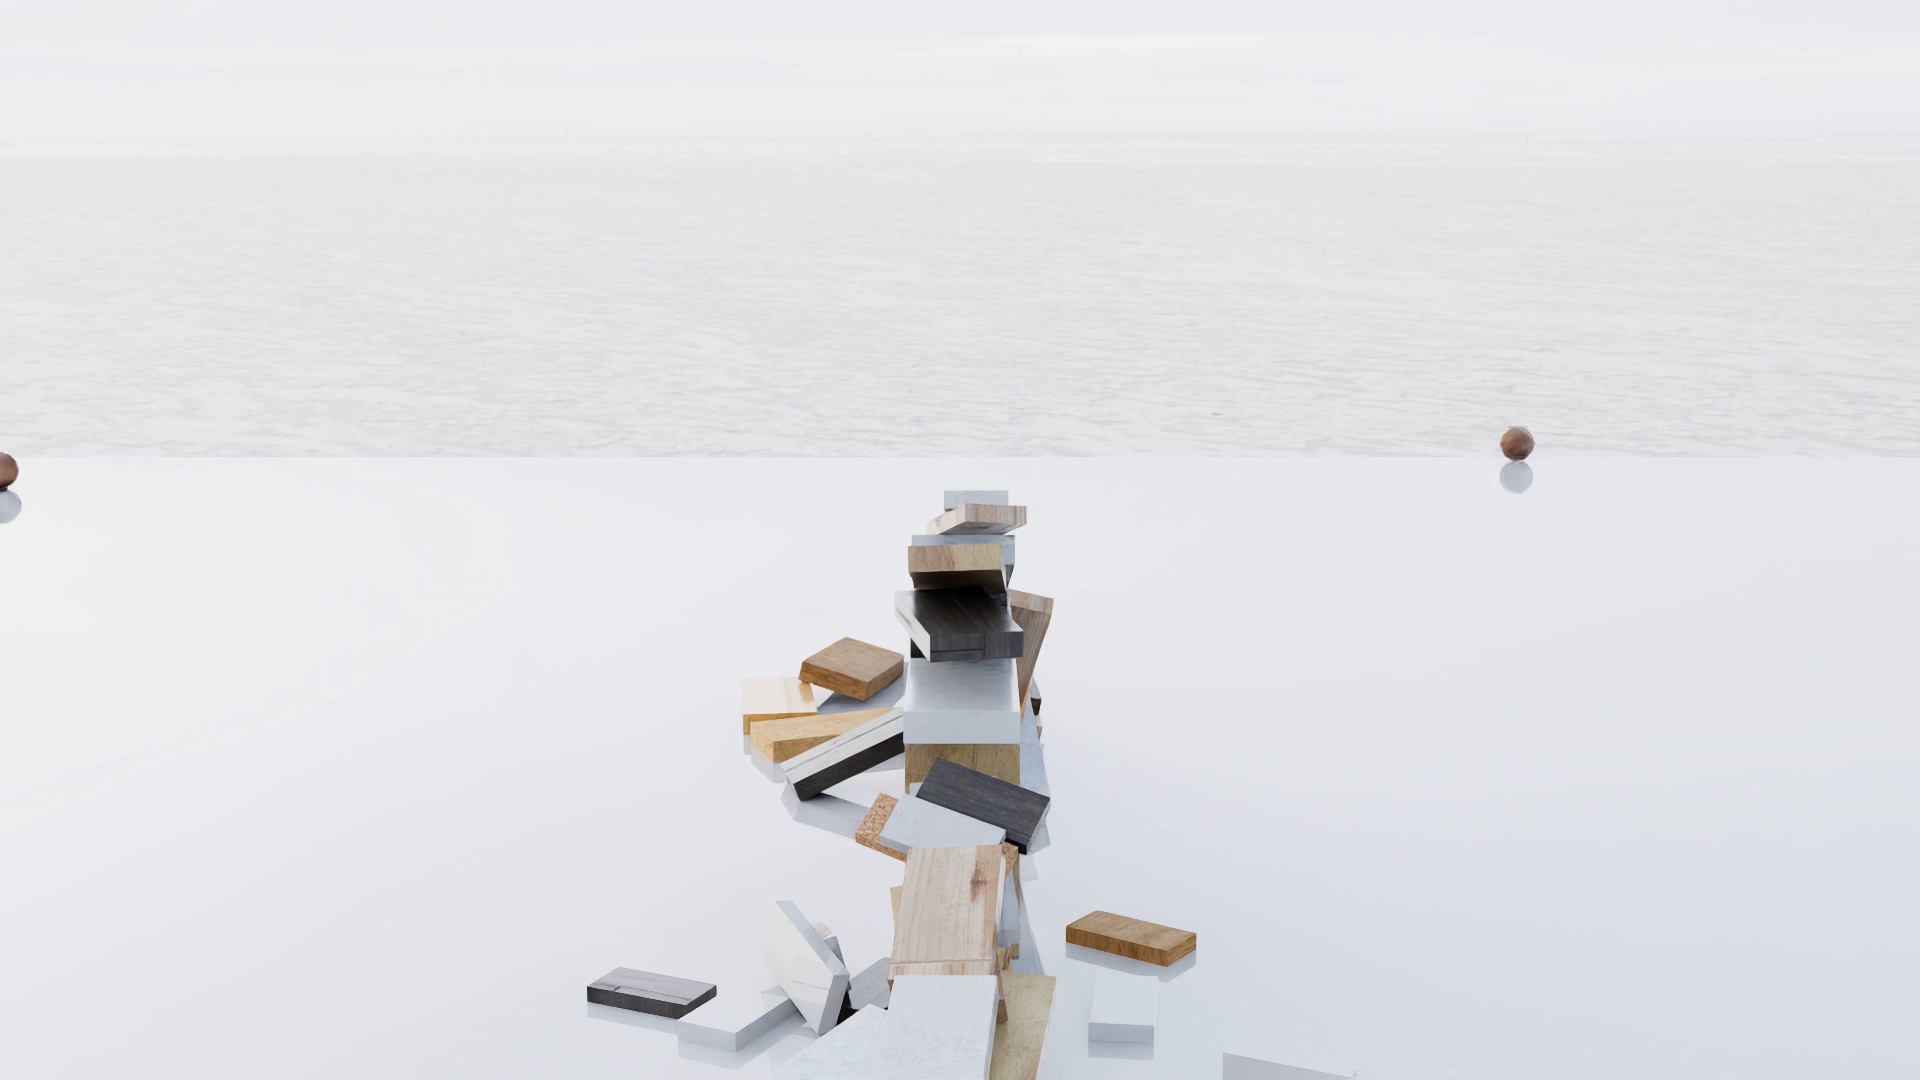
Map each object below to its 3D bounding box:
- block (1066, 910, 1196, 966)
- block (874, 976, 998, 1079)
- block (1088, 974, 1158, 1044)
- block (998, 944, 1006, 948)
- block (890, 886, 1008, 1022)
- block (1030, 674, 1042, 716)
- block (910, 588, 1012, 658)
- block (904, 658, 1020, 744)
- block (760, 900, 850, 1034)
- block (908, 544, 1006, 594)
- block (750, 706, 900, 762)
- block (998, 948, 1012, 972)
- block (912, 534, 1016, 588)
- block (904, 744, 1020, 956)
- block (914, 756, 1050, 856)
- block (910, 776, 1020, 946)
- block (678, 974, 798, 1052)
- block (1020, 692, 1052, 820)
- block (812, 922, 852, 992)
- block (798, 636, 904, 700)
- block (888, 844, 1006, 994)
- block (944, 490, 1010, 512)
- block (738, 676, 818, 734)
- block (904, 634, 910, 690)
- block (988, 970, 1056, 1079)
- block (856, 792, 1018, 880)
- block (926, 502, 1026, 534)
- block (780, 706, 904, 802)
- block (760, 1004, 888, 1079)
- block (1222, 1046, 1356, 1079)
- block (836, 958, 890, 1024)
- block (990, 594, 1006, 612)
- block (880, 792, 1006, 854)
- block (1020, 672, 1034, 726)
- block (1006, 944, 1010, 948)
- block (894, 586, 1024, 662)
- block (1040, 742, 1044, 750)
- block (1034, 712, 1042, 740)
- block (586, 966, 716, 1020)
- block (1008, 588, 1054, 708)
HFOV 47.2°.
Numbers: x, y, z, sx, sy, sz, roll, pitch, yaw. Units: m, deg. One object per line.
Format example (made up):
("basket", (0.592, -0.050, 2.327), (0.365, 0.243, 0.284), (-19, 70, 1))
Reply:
("block", (0.267, 0.621, 3.433), (0.183, 0.026, 0.091), (7, 13, 35))
("block", (-0.030, 0.642, 2.752), (0.134, 0.038, 0.268), (-2, 25, 7))
("block", (0.236, 0.671, 3.160), (0.091, 0.026, 0.183), (1, 11, 7))
("block", (0.000, 0.594, 3.133), (0.130, 0.037, 0.259), (0, 48, 0))
("block", (-0.018, 0.561, 2.997), (0.134, 0.038, 0.268), (-9, 30, -1))
("block", (0.083, 0.281, 4.468), (0.127, 0.036, 0.254), (9, 17, -10))
("block", (0.002, 0.141, 3.810), (0.171, 0.048, 0.341), (0, 11, 0))
("block", (0.003, 0.249, 3.450), (0.175, 0.049, 0.349), (0, 10, 0))
("block", (-0.224, 0.611, 3.155), (0.027, 0.097, 0.193), (3, 22, -33))
("block", (-0.002, 0.049, 3.546), (0.144, 0.041, 0.288), (-2, -9, 3))
("block", (-0.225, 0.400, 4.571), (0.391, 0.044, 0.157), (-4, 11, -22))
("block", (0.007, 0.654, 2.981), (0.130, 0.037, 0.259), (0, 31, 0))
("block", (0.003, 0.040, 3.796), (0.171, 0.048, 0.341), (0, -8, -1))
("block", (0.004, 0.465, 3.382), (0.175, 0.349, 0.049), (0, 8, 0))
("block", (0.031, 0.389, 3.224), (0.183, 0.026, 0.091), (18, 51, 16))
("block", (0.005, 0.467, 3.196), (0.133, 0.038, 0.266), (-5, 48, -4))
("block", (-0.308, 0.674, 3.142), (0.097, 0.027, 0.194), (5, 12, 27))
("block", (0.062, 0.392, 4.181), (0.173, 0.049, 0.346), (7, 31, -11))
("block", (-0.192, 0.612, 3.227), (0.023, 0.081, 0.162), (-16, 1, -12))
("block", (-0.242, 0.291, 5.019), (0.157, 0.044, 0.314), (17, 12, 12))
("block", (-0.015, 0.517, 2.991), (0.134, 0.038, 0.268), (-4, 31, 8))
("block", (0.029, -0.050, 3.654), (0.104, 0.030, 0.209), (0, -8, 2))
("block", (-0.399, 0.358, 4.794), (0.157, 0.044, 0.314), (-1, 11, -7))
("block", (-0.005, 0.194, 3.793), (0.171, 0.049, 0.343), (0, 11, 1))
("block", (0.044, 0.667, 2.888), (0.130, 0.037, 0.259), (5, 32, 9))
("block", (-0.034, 0.441, 3.180), (0.223, 0.023, 0.081), (20, 51, 17))
("block", (0.025, -0.027, 3.608), (0.104, 0.030, 0.209), (3, -9, -18))
("block", (-0.204, 0.410, 4.256), (0.275, 0.039, 0.138), (-25, 16, -10))
("block", (-0.166, 0.699, 2.773), (0.153, 0.043, 0.305), (10, 28, 43))
("block", (0.420, 0.706, 2.811), (0.169, 0.085, 0.024), (5, 12, 26))
("block", (-0.116, 0.661, 3.210), (0.097, 0.027, 0.193), (5, 12, 27))
("block", (0.005, 0.118, 3.680), (0.144, 0.041, 0.288), (0, 13, 0))
("block", (-0.025, 0.427, 3.161), (0.162, 0.023, 0.081), (18, 51, 15))
("block", (0.045, 0.293, 4.241), (0.171, 0.048, 0.348), (15, 31, 1))
("block", (0.007, 0.575, 3.203), (0.133, 0.038, 0.266), (0, 50, 0))
("block", (-0.005, 0.130, 3.440), (0.144, 0.041, 0.288), (-3, 13, -12))
("block", (0.096, 0.418, 4.472), (0.140, 0.020, 0.070), (-4, 22, -43))
("block", (0.064, 0.321, 4.474), (0.173, 0.049, 0.346), (10, 17, -6))
("block", (-0.450, 0.662, 3.214), (0.169, 0.024, 0.085), (5, 12, 24))
("block", (0.077, 0.197, 4.093), (0.138, 0.275, 0.039), (13, 46, -2))
